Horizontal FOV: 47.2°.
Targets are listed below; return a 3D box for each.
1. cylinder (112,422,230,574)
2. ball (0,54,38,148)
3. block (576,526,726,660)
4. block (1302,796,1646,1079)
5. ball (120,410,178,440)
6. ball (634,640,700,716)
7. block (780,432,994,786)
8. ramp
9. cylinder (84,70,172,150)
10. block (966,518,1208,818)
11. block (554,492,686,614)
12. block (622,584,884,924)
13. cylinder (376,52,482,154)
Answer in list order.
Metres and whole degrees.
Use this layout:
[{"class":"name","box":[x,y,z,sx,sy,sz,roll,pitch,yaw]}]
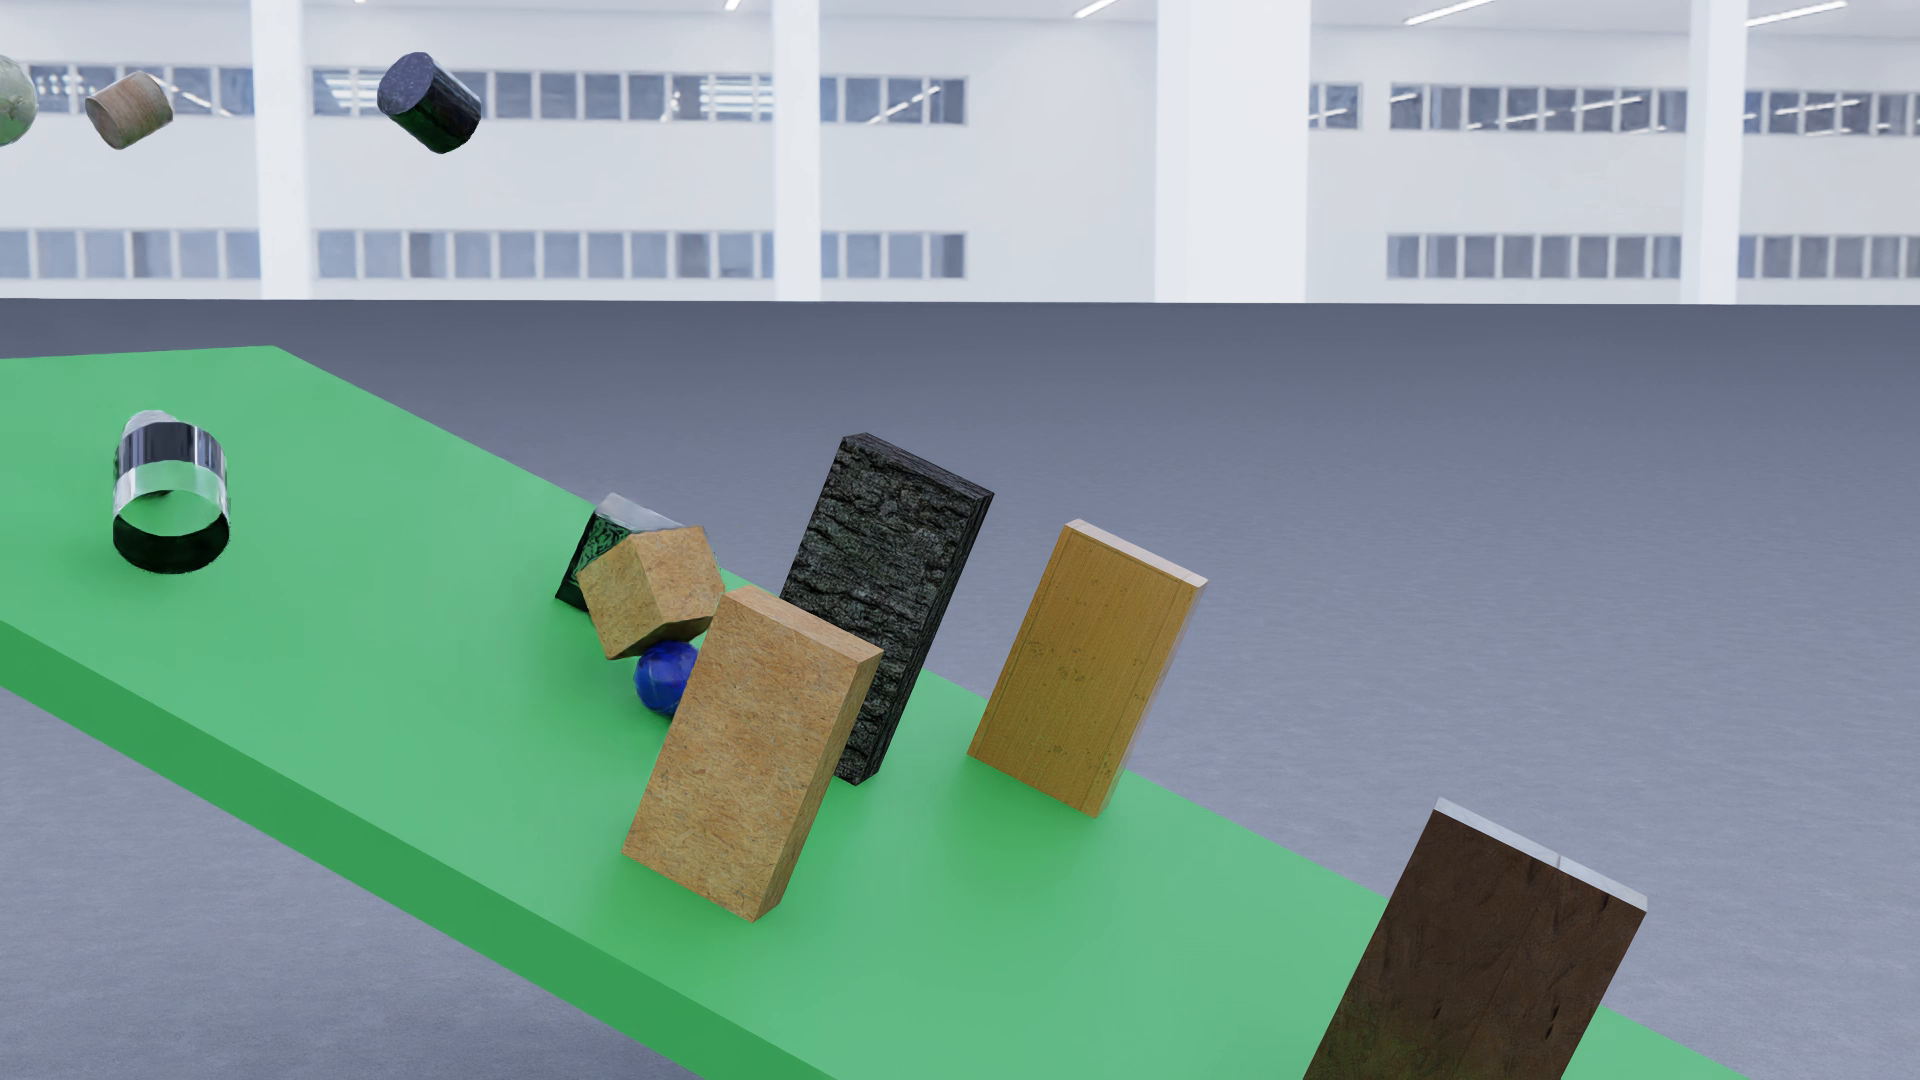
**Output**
[{"class":"cylinder","box":[-1.375,-0.074,3.831,0.190,0.190,0.190,-2,41,-19]},{"class":"ball","box":[-1.958,-0.886,4.421,0.194,0.194,0.194,0,7,0]},{"class":"block","box":[-0.585,0.102,4.216,0.182,0.182,0.182,-32,-15,37]},{"class":"block","box":[0.816,0.754,3.561,0.356,0.572,0.090,26,13,13]},{"class":"ball","box":[-1.597,-0.198,4.354,0.119,0.119,0.119,0,7,0]},{"class":"ball","box":[-0.548,0.264,4.195,0.147,0.147,0.147,0,7,0]},{"class":"block","box":[-0.192,0.133,4.275,0.285,0.614,0.132,26,13,13]},{"class":"ramp","box":[-0.292,0.510,4.186,4.000,0.100,2.000,26,13,13]},{"class":"cylinder","box":[-1.648,-0.852,4.362,0.117,0.117,0.117,-41,29,-30]},{"class":"block","box":[0.268,0.270,4.652,0.308,0.543,0.118,26,13,13]},{"class":"block","box":[-0.703,0.051,4.641,0.201,0.201,0.201,25,13,-3]},{"class":"block","box":[-0.334,0.341,3.529,0.248,0.468,0.118,26,13,13]},{"class":"cylinder","box":[-1.130,-0.931,4.685,0.155,0.155,0.155,4,-20,32]}]
